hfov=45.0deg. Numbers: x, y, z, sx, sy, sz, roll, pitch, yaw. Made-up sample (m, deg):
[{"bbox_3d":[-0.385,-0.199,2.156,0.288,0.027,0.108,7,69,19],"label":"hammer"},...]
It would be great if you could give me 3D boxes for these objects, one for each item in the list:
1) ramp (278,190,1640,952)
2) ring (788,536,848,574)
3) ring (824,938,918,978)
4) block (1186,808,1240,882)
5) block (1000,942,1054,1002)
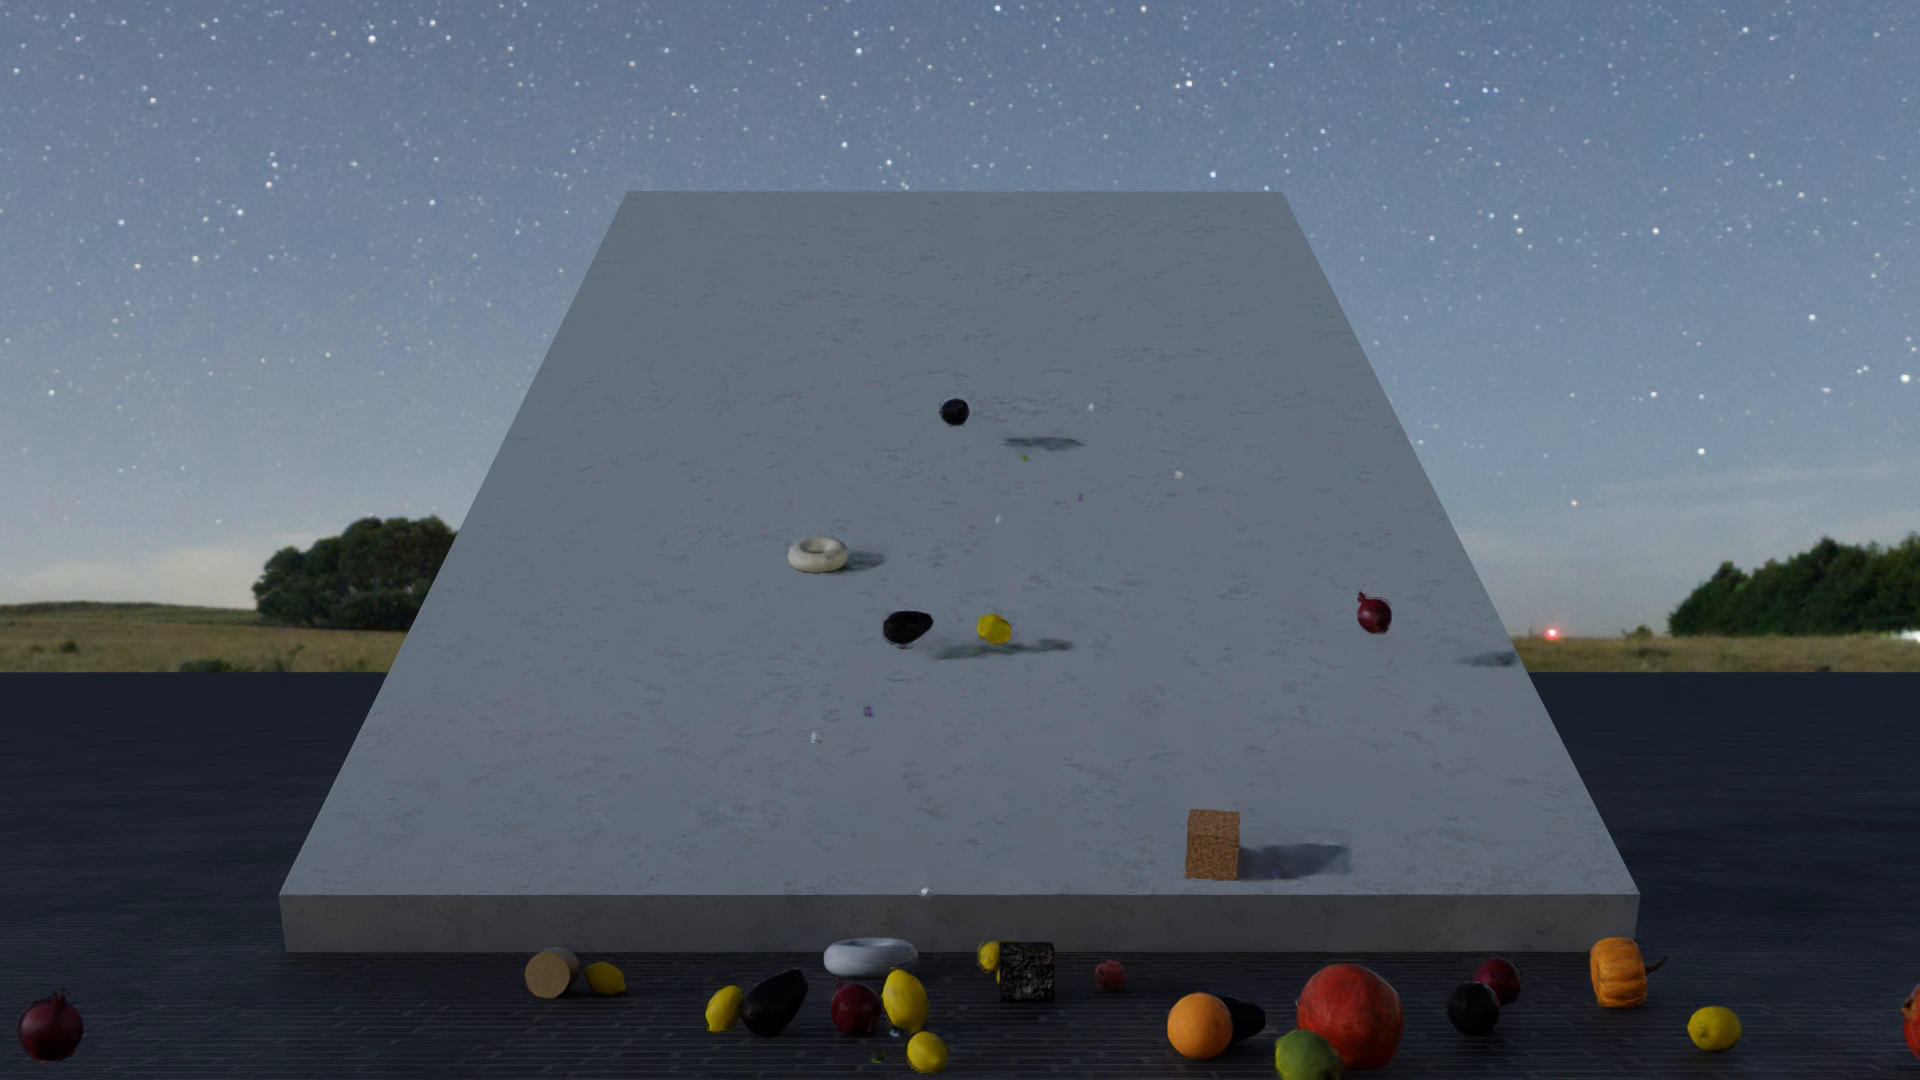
[{"bbox_3d":[-0.008,-0.227,5.258,2.000,0.100,4.000,0,23,0],"label":"ramp"},{"bbox_3d":[-0.274,0.029,4.491,0.118,0.039,0.118,-1,24,0],"label":"ring"},{"bbox_3d":[-0.123,0.578,3.202,0.131,0.044,0.131,-1,-2,0],"label":"ring"},{"bbox_3d":[0.377,0.455,3.459,0.076,0.076,0.076,3,24,7],"label":"block"},{"bbox_3d":[0.085,0.552,2.962,0.068,0.068,0.068,0,-3,-1],"label":"block"}]
